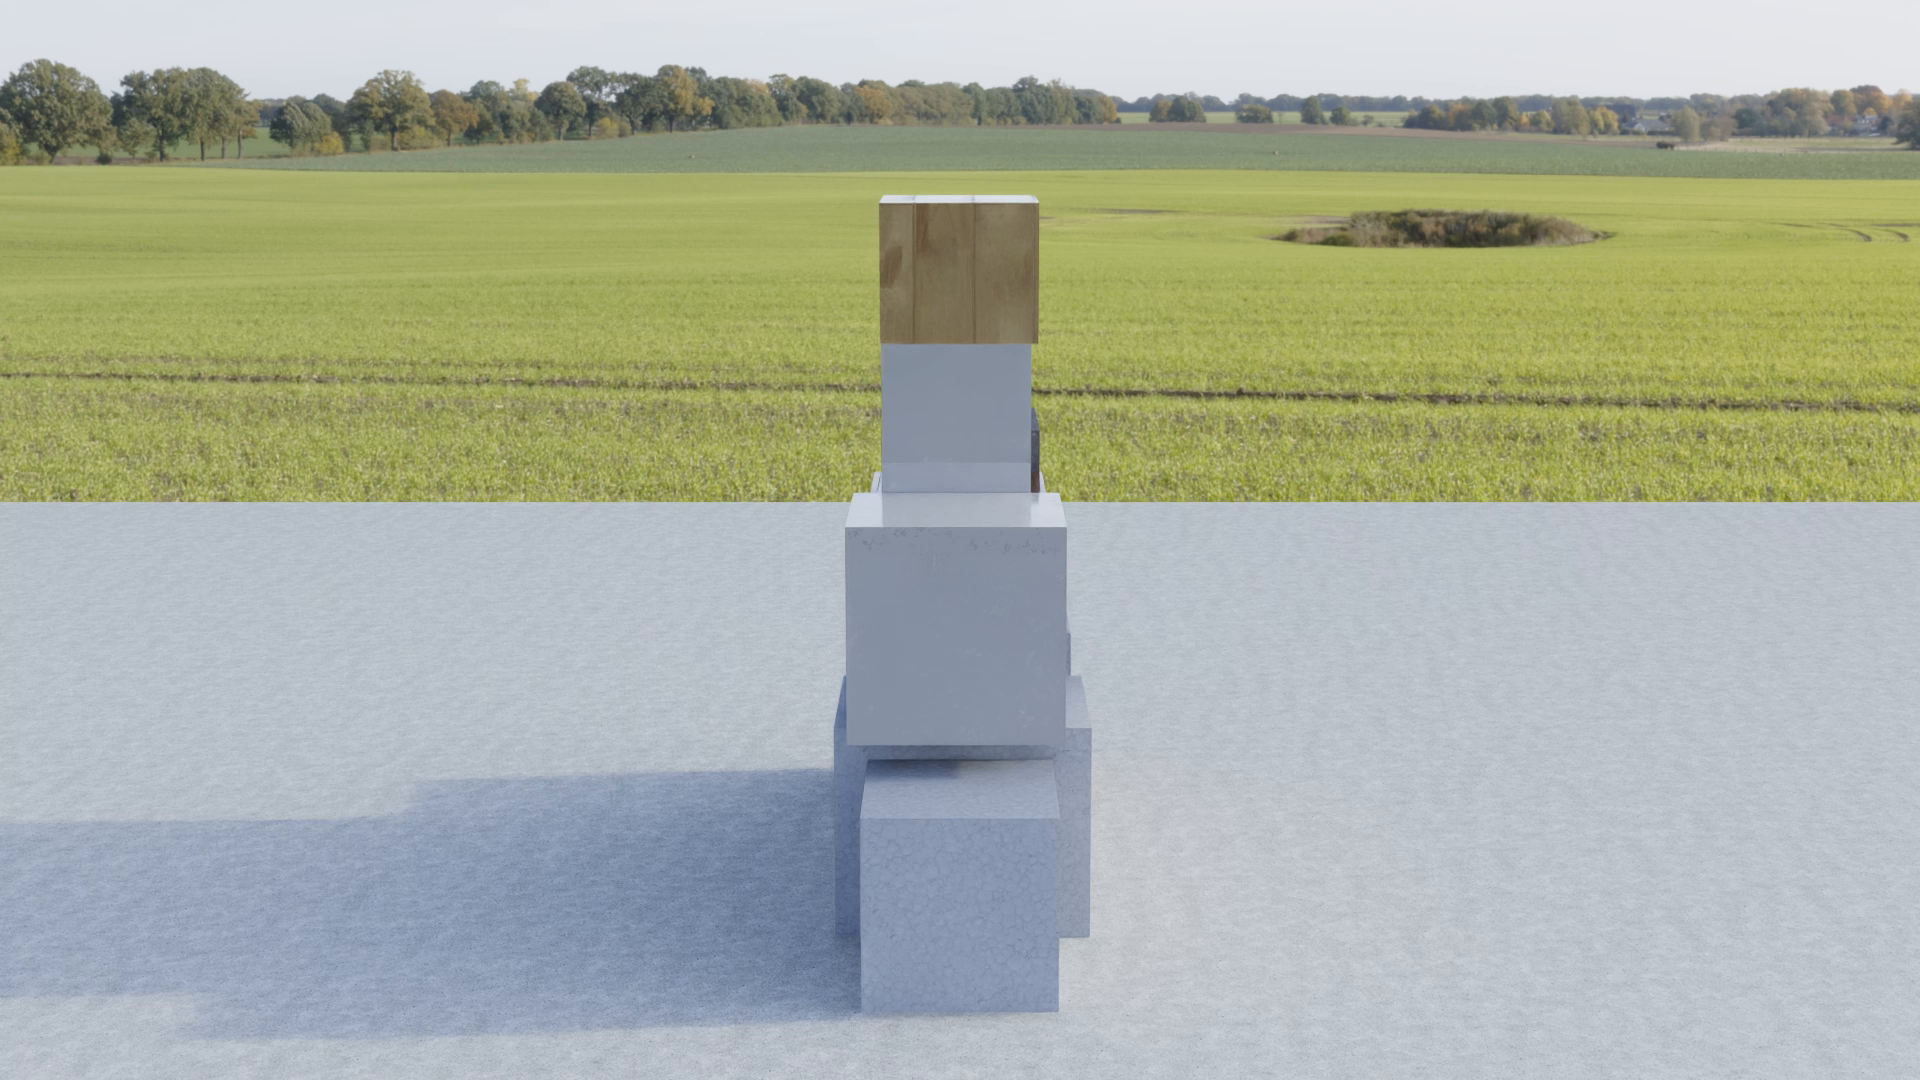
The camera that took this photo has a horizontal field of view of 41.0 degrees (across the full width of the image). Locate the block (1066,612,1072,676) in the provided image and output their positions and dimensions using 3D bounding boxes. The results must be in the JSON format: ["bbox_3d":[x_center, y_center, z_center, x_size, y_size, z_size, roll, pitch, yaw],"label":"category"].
[{"bbox_3d":[0.008,0.844,11.906,0.961,1.079,1.061,0,10,0],"label":"block"}]

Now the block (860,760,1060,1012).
[{"bbox_3d":[0.000,1.340,10.071,0.749,0.761,0.843,0,10,0],"label":"block"}]

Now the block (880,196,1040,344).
[{"bbox_3d":[-0.003,-1.163,10.961,0.662,0.584,0.613,0,11,0],"label":"block"}]

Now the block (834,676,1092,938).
[{"bbox_3d":[0.011,1.117,10.937,1.048,0.889,0.923,0,10,0],"label":"block"}]

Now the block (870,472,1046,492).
[{"bbox_3d":[-0.008,0.085,11.210,0.749,0.665,0.696,0,11,0],"label":"block"}]

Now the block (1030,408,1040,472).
[{"bbox_3d":[0.003,-0.143,11.939,0.708,0.852,0.797,0,10,0],"label":"block"}]

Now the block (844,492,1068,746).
[{"bbox_3d":[-0.015,0.306,10.467,0.865,0.875,0.829,0,10,0],"label":"block"}]

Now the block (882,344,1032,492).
[{"bbox_3d":[-0.015,-0.557,11.074,0.626,0.648,0.665,0,11,0],"label":"block"}]
